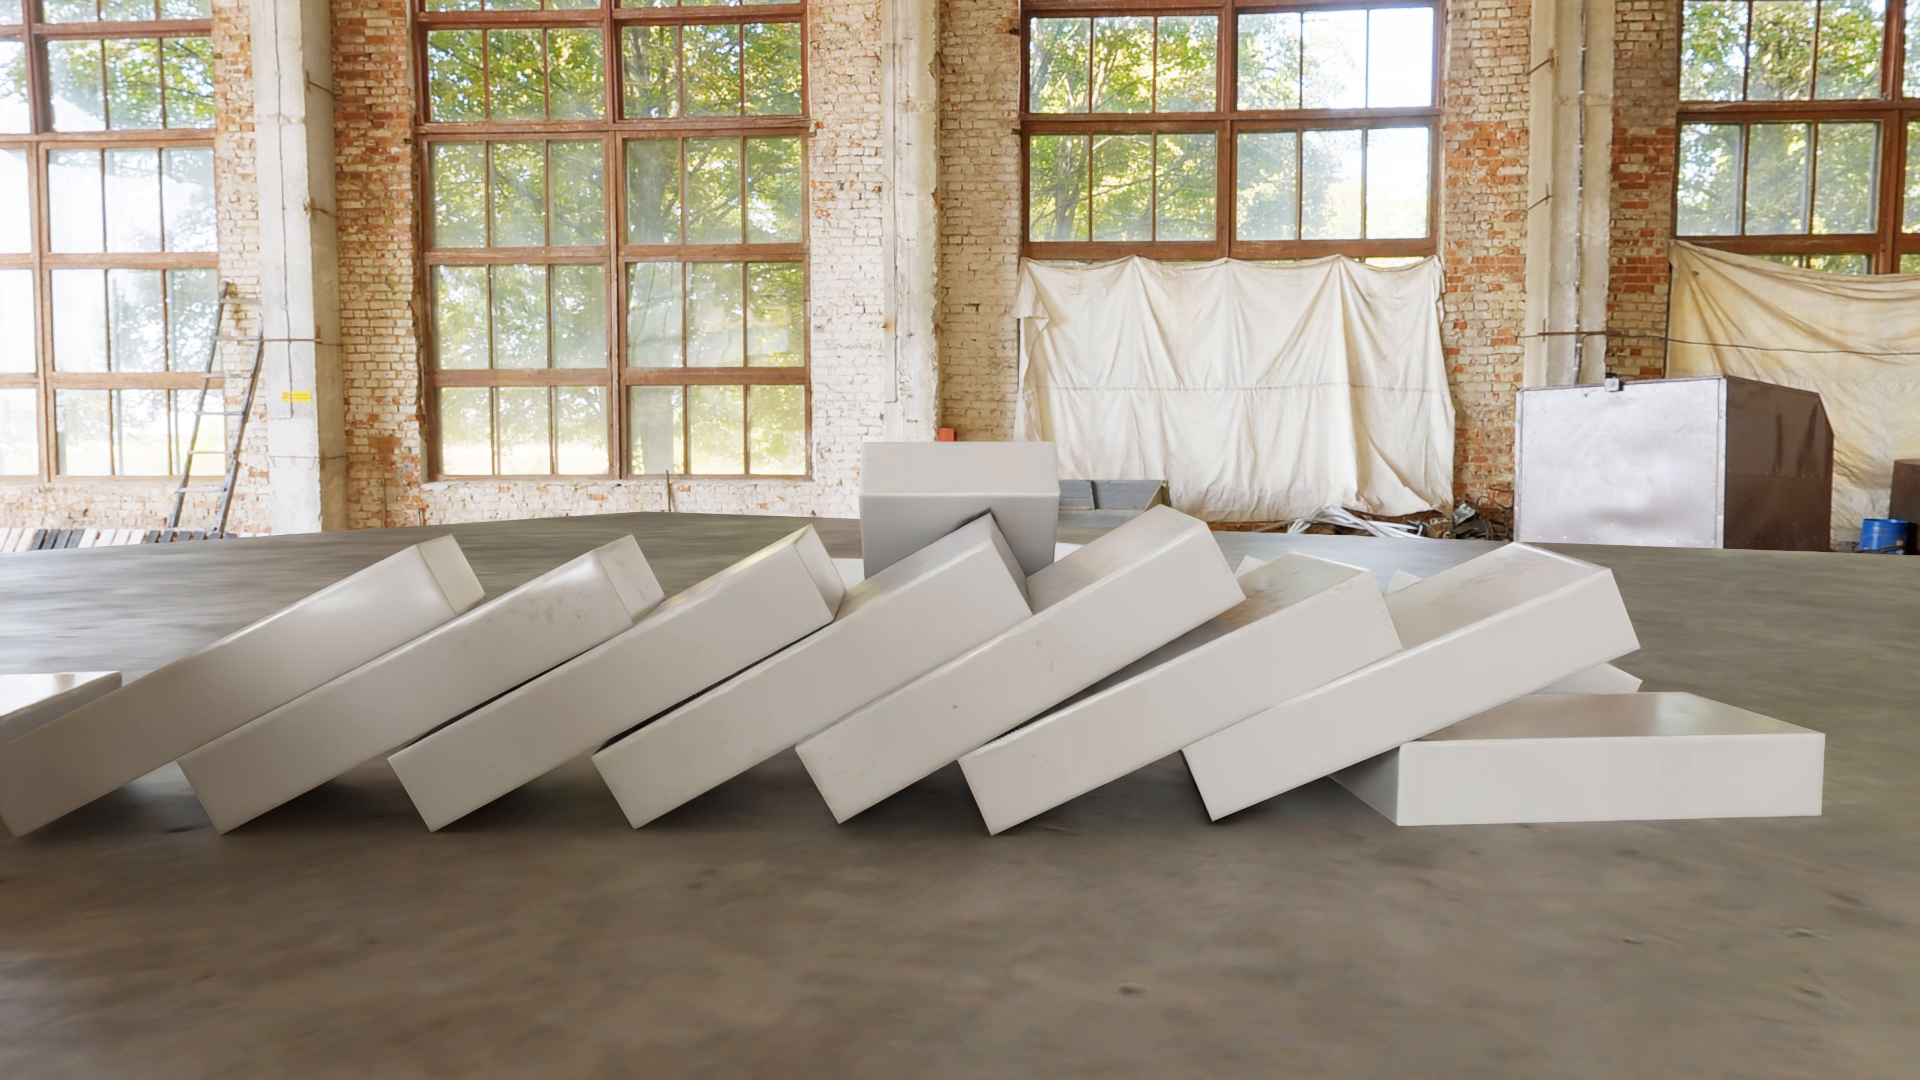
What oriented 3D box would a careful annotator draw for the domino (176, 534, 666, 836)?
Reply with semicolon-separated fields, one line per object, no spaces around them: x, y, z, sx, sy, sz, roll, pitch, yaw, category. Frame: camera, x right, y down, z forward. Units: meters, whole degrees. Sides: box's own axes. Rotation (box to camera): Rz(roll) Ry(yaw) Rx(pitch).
-0.061;0.016;0.152;0.050;0.010;0.025;-27;6;-2;domino

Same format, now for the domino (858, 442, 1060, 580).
0.000;0.008;0.180;0.025;0.050;0.010;0;48;-1;domino

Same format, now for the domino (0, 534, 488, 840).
-0.083;0.016;0.152;0.050;0.010;0.025;-28;9;-10;domino

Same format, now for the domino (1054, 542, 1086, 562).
0.031;0.012;0.245;0.050;0.009;0.025;6;-33;52;domino

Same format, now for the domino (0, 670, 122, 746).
-0.129;0.026;0.160;0.025;0.009;0.050;-1;4;-11;domino

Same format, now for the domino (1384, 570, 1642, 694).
0.087;0.017;0.210;0.025;0.010;0.050;27;6;3;domino

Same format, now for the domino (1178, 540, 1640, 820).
0.050;0.016;0.153;0.050;0.009;0.025;-23;6;4;domino

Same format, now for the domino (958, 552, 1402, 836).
0.023;0.017;0.153;0.050;0.009;0.025;-24;6;-3;domino

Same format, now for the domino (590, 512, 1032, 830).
-0.016;0.014;0.151;0.050;0.010;0.025;-29;6;5;domino

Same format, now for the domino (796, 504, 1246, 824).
0.006;0.013;0.150;0.050;0.009;0.025;-29;6;1;domino

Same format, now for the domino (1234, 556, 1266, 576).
0.065;0.015;0.227;0.025;0.010;0.050;30;4;-2;domino

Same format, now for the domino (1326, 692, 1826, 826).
0.073;0.026;0.157;0.050;0.010;0.025;0;4;-5;domino

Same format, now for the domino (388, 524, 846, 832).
-0.038;0.015;0.152;0.050;0.010;0.025;-28;6;1;domino

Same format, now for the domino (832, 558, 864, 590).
-0.001;0.014;0.239;0.050;0.010;0.025;1;-29;11;domino
